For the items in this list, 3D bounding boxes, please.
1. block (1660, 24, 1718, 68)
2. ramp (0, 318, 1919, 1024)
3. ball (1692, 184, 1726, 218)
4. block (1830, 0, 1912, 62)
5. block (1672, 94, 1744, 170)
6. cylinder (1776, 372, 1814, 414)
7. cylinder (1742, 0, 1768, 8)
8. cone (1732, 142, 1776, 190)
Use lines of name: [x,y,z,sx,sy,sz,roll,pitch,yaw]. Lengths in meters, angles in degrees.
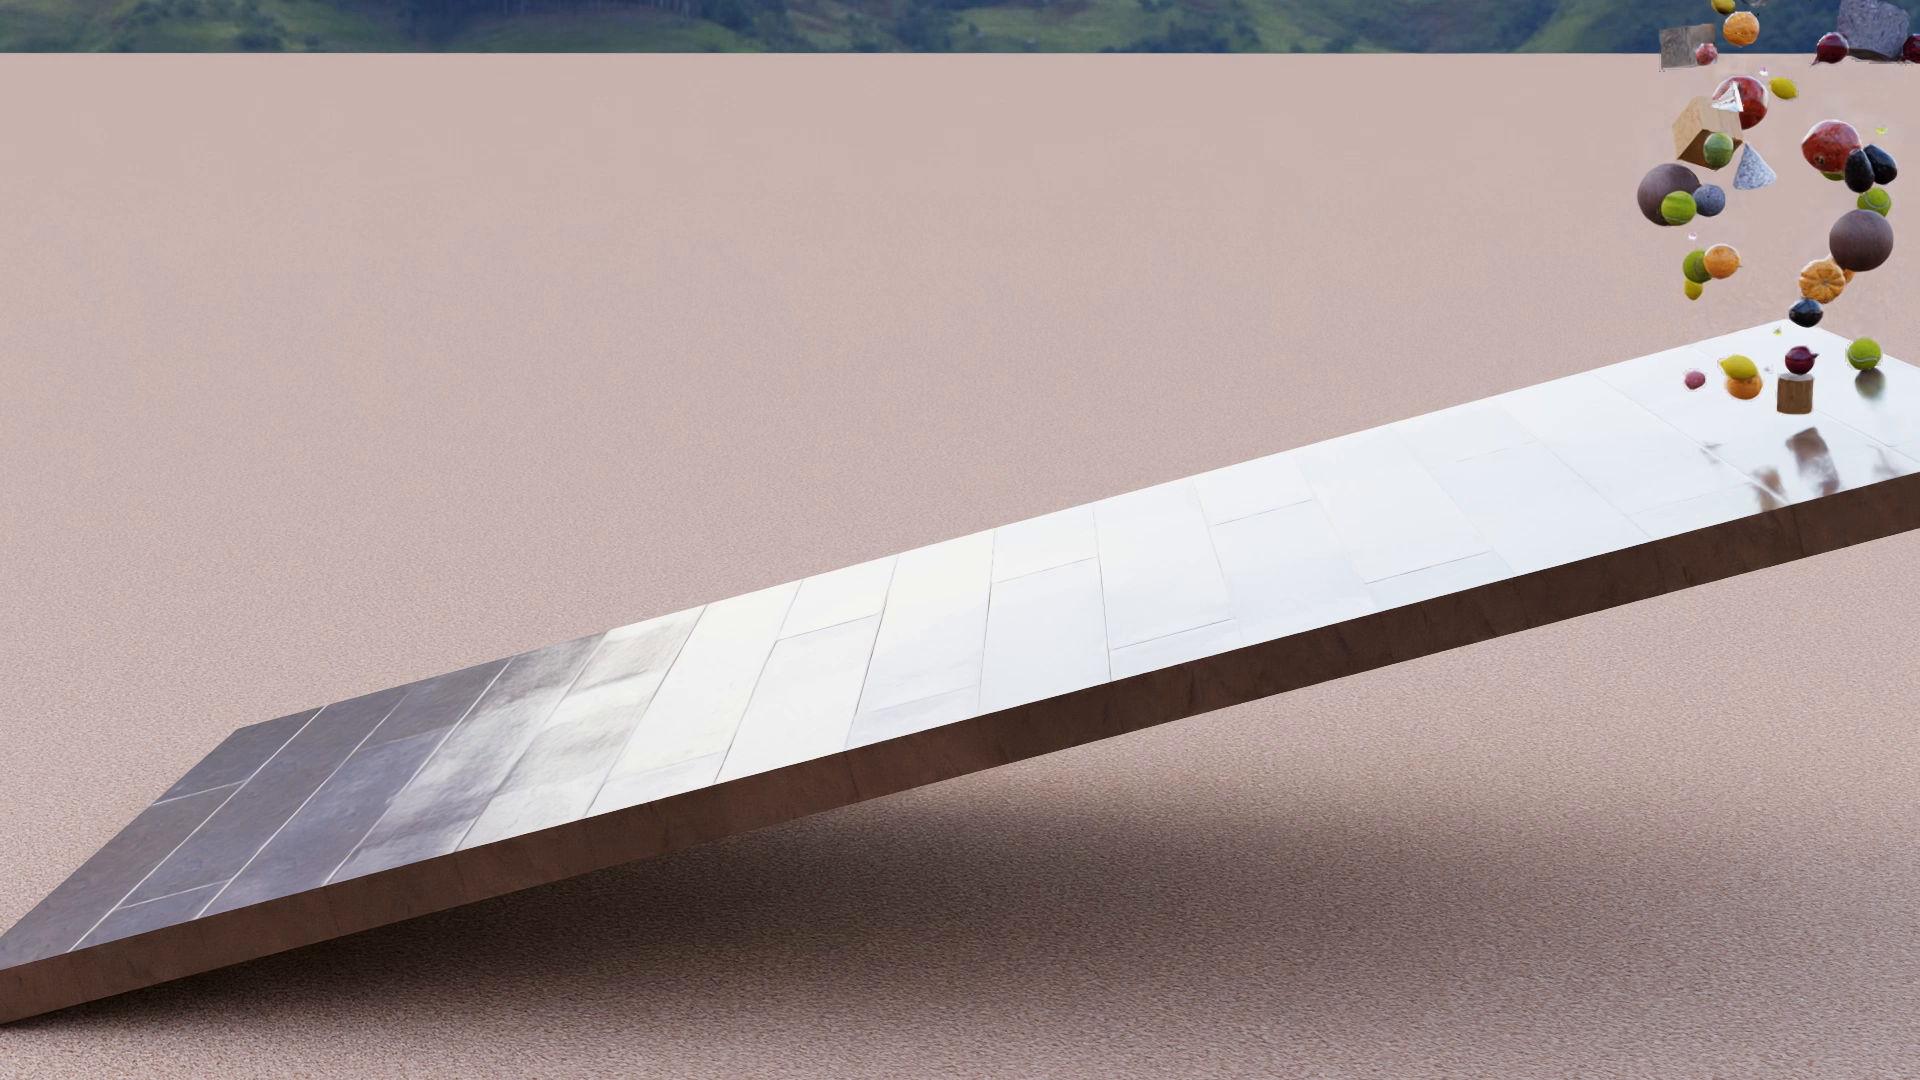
block: [1.512,-1.025,6.108,0.081,0.081,0.081,-9,6,-42]
ramp: [0.081,0.191,6.328,4.000,0.100,2.000,-15,9,4]
ball: [1.513,-0.686,5.942,0.066,0.066,0.066,0,10,0]
block: [1.845,-1.032,5.957,0.100,0.100,0.100,10,4,-40]
block: [1.521,-0.829,5.985,0.095,0.095,0.095,14,-37,-16]
cylinder: [1.675,-0.294,5.900,0.070,0.070,0.070,-1,17,0]
cylinder: [1.585,-1.098,5.873,0.062,0.062,0.062,1,17,5]
cone: [1.599,-0.767,5.949,0.088,0.088,0.088,-15,25,7]
